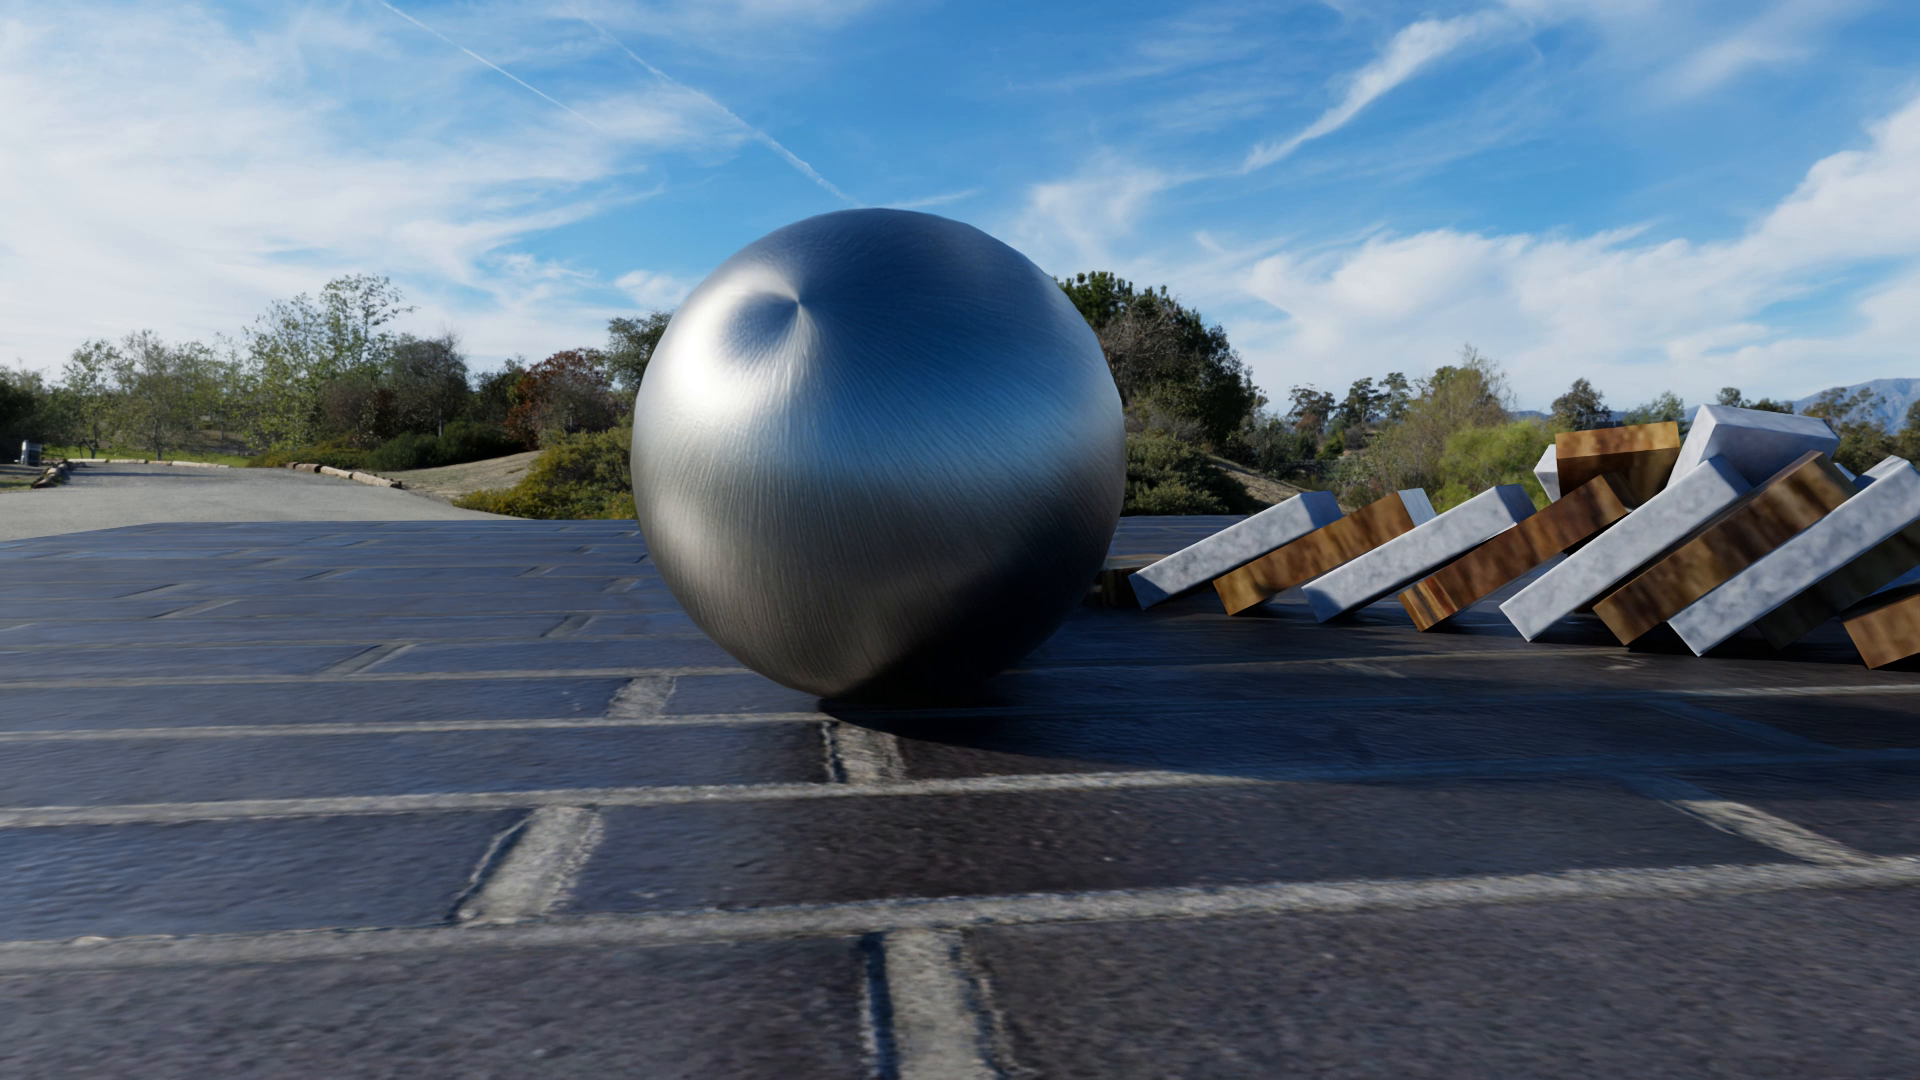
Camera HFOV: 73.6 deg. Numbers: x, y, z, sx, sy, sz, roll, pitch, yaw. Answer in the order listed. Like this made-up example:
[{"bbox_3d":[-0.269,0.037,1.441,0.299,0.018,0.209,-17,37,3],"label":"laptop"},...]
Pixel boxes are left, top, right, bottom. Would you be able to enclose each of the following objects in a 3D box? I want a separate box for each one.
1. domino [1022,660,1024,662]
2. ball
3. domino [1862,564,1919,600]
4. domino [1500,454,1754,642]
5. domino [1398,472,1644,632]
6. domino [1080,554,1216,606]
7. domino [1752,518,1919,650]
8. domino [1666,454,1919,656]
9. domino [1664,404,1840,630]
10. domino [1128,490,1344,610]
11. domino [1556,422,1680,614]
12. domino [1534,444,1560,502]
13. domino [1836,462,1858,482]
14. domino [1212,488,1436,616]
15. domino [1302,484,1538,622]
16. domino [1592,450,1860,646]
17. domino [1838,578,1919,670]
[{"bbox_3d":[0.001,0.002,0.264,0.025,0.050,0.010,0,-40,2],"label":"domino"},{"bbox_3d":[-0.013,-0.013,0.210,0.080,0.080,0.080,0,4,0],"label":"ball"},{"bbox_3d":[0.221,0.005,0.268,0.050,0.009,0.025,-28,4,-1],"label":"domino"},{"bbox_3d":[0.142,0.002,0.274,0.050,0.010,0.025,-45,-21,31],"label":"domino"},{"bbox_3d":[0.126,0.003,0.289,0.050,0.009,0.025,-38,-18,32],"label":"domino"},{"bbox_3d":[0.047,0.011,0.362,0.050,0.009,0.025,-4,6,-43],"label":"domino"},{"bbox_3d":[0.188,0.003,0.264,0.050,0.009,0.025,-43,-18,27],"label":"domino"},{"bbox_3d":[0.167,0.003,0.257,0.050,0.009,0.025,-43,-16,27],"label":"domino"},{"bbox_3d":[0.170,-0.005,0.286,0.025,0.050,0.010,8,34,6],"label":"domino"},{"bbox_3d":[0.070,0.003,0.327,0.050,0.009,0.025,-28,-11,31],"label":"domino"},{"bbox_3d":[0.158,-0.004,0.306,0.025,0.050,0.010,-5,40,27],"label":"domino"},{"bbox_3d":[0.169,-0.003,0.324,0.010,0.050,0.025,-51,26,-20],"label":"domino"},{"bbox_3d":[0.223,0.000,0.318,0.025,0.009,0.050,-5,39,-10],"label":"domino"},{"bbox_3d":[0.090,0.003,0.316,0.050,0.009,0.025,-30,-12,30],"label":"domino"},{"bbox_3d":[0.108,0.003,0.302,0.050,0.009,0.025,-33,-16,33],"label":"domino"},{"bbox_3d":[0.156,0.001,0.263,0.050,0.009,0.025,-43,-15,25],"label":"domino"},{"bbox_3d":[0.195,0.009,0.241,0.050,0.010,0.025,-30,-12,30],"label":"domino"}]
